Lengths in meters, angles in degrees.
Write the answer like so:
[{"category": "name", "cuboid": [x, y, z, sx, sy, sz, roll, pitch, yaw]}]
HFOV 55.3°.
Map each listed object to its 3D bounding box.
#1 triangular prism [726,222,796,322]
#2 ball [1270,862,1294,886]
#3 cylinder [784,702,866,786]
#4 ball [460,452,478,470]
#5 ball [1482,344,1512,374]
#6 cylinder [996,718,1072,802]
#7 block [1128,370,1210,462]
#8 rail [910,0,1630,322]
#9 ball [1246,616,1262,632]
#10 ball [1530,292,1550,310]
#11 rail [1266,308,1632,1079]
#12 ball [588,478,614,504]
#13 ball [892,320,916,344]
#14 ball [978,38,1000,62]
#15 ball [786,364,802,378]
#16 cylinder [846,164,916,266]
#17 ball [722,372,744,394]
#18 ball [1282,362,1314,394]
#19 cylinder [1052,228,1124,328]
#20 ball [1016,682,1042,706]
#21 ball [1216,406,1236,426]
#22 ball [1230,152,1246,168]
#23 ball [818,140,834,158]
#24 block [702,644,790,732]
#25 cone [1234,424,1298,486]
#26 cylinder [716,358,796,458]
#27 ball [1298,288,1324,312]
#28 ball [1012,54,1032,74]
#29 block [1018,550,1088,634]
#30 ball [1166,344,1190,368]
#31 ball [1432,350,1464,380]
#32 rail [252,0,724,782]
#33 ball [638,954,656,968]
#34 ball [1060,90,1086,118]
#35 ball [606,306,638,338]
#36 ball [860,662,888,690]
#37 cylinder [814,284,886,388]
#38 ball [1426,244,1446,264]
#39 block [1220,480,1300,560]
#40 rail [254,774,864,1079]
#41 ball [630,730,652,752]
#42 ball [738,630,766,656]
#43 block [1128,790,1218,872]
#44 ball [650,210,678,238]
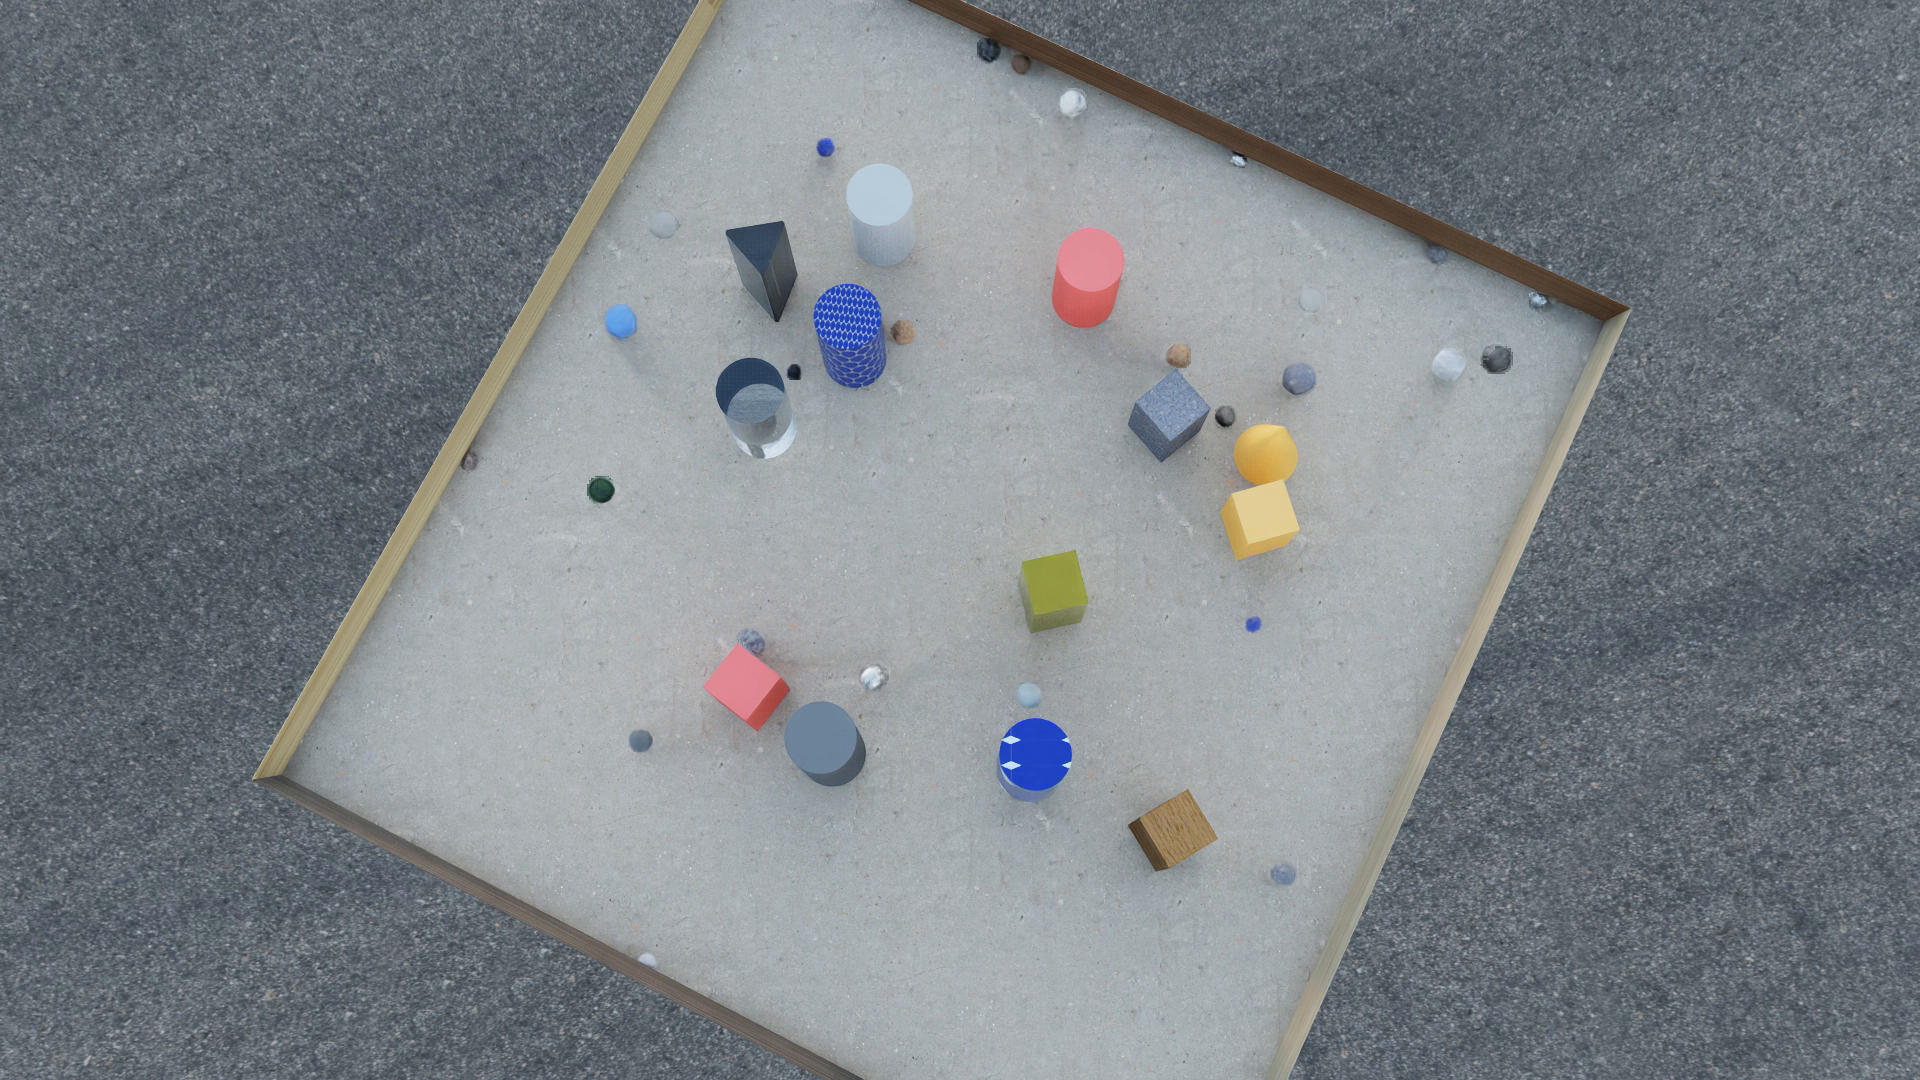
[{"category": "triangular prism", "cuboid": [-0.573, -0.840, 5.567, 0.149, 0.438, 0.172, -40, 81, -8]}, {"category": "ball", "cuboid": [0.946, 0.979, 5.379, 0.068, 0.068, 0.068, 0, 78, 0]}, {"category": "cylinder", "cuboid": [-0.381, 0.589, 5.245, 0.199, 0.490, 0.199, 0, 78, 0]}, {"category": "ball", "cuboid": [-1.510, -0.245, 5.639, 0.055, 0.055, 0.055, 0, 78, 0]}, {"category": "ball", "cuboid": [1.664, -0.562, 5.687, 0.089, 0.089, 0.089, 0, 78, 0]}, {"category": "cylinder", "cuboid": [0.207, 0.634, 5.242, 0.199, 0.477, 0.199, 0, 78, 0]}, {"category": "block", "cuboid": [0.632, -0.374, 5.560, 0.159, 0.263, 0.159, -39, 81, -7]}, {"category": "rail", "cuboid": [0.691, -1.346, 5.828, 3.050, 0.129, 0.045, 26, 80, 5]}, {"category": "ball", "cuboid": [0.890, 0.254, 5.540, 0.047, 0.047, 0.047, 0, 78, 0]}, {"category": "ball", "cuboid": [1.816, -0.751, 5.743, 0.057, 0.057, 0.057, 0, 78, 0]}, {"category": "rail", "cuboid": [1.343, 0.664, 5.412, 0.045, 0.129, 3.138, 26, 80, 5]}, {"category": "ball", "cuboid": [-1.097, -0.150, 5.608, 0.077, 0.077, 0.077, 0, 78, 0]}, {"category": "ball", "cuboid": [-0.177, -0.650, 5.713, 0.075, 0.075, 0.075, 0, 78, 0]}, {"category": "ball", "cuboid": [0.095, -1.579, 5.906, 0.073, 0.073, 0.073, 0, 78, 0]}, {"category": "ball", "cuboid": [-0.517, -0.525, 5.702, 0.045, 0.045, 0.045, 0, 78, 0]}, {"category": "cylinder", "cuboid": [-0.241, -0.998, 5.648, 0.199, 0.342, 0.199, 0, 78, 0]}, {"category": "ball", "cuboid": [-0.706, -0.489, 5.683, 0.069, 0.069, 0.069, 0, 78, 0]}, {"category": "ball", "cuboid": [1.047, -0.499, 5.669, 0.099, 0.099, 0.099, 0, 78, 0]}, {"category": "cylinder", "cuboid": [0.389, -0.797, 5.607, 0.199, 0.343, 0.199, 0, 78, 0]}, {"category": "ball", "cuboid": [0.206, 0.462, 5.484, 0.073, 0.073, 0.073, 0, 78, 0]}, {"category": "ball", "cuboid": [0.820, -0.381, 5.664, 0.061, 0.061, 0.061, 0, 78, 0]}, {"category": "ball", "cuboid": [0.887, -1.213, 5.843, 0.049, 0.049, 0.049, 0, 78, 0]}, {"category": "ball", "cuboid": [-0.428, -1.249, 5.848, 0.054, 0.054, 0.054, 0, 78, 0]}, {"category": "block", "cuboid": [-0.623, 0.435, 5.373, 0.159, 0.302, 0.159, 37, 81, 7]}, {"category": "cone", "cuboid": [0.947, -0.297, 5.508, 0.199, 0.334, 0.199, 0, 78, 0]}, {"category": "cylinder", "cuboid": [-0.606, -0.390, 5.489, 0.199, 0.407, 0.199, 0, 78, 0]}, {"category": "ball", "cuboid": [1.100, -0.751, 5.732, 0.079, 0.079, 0.079, 0, 78, 0]}, {"category": "ball", "cuboid": [0.199, -1.533, 5.903, 0.060, 0.060, 0.060, 0, 78, 0]}, {"category": "block", "cuboid": [0.272, 0.156, 5.408, 0.159, 0.344, 0.159, -12, 79, -3]}, {"category": "ball", "cuboid": [0.677, -0.573, 5.698, 0.072, 0.072, 0.072, 0, 78, 0]}, {"category": "ball", "cuboid": [1.513, -0.542, 5.680, 0.095, 0.095, 0.095, 0, 78, 0]}, {"category": "rail", "cuboid": [-1.343, -0.651, 5.684, 0.045, 0.129, 3.138, 26, 80, 5]}, {"category": "ball", "cuboid": [-0.912, 1.229, 5.336, 0.051, 0.051, 0.051, 0, 78, 0]}, {"category": "ball", "cuboid": [0.361, -1.395, 5.862, 0.086, 0.086, 0.086, 0, 78, 0]}, {"category": "ball", "cuboid": [-1.054, -0.678, 5.707, 0.097, 0.097, 0.097, 0, 78, 0]}, {"category": "ball", "cuboid": [-0.256, 0.409, 5.489, 0.084, 0.084, 0.084, 0, 78, 0]}, {"category": "cylinder", "cuboid": [-0.328, -0.611, 5.537, 0.199, 0.404, 0.199, 0, 78, 0]}, {"category": "ball", "cuboid": [1.501, -0.901, 5.772, 0.060, 0.060, 0.060, 0, 78, 0]}, {"category": "block", "cuboid": [0.898, -0.059, 5.504, 0.159, 0.244, 0.159, -16, 79, -3]}, {"category": "rail", "cuboid": [-0.691, 1.360, 5.268, 3.050, 0.129, 0.045, 26, 80, 5]}, {"category": "ball", "cuboid": [-0.949, 0.597, 5.459, 0.066, 0.066, 0.066, 0, 78, 0]}, {"category": "ball", "cuboid": [-0.625, 0.310, 5.511, 0.081, 0.081, 0.081, 0, 78, 0]}, {"category": "block", "cuboid": [0.607, 0.836, 5.257, 0.159, 0.365, 0.159, -30, 80, -6]}, {"category": "ball", "cuboid": [-0.934, -0.995, 5.777, 0.090, 0.090, 0.090, 0, 78, 0]}]
